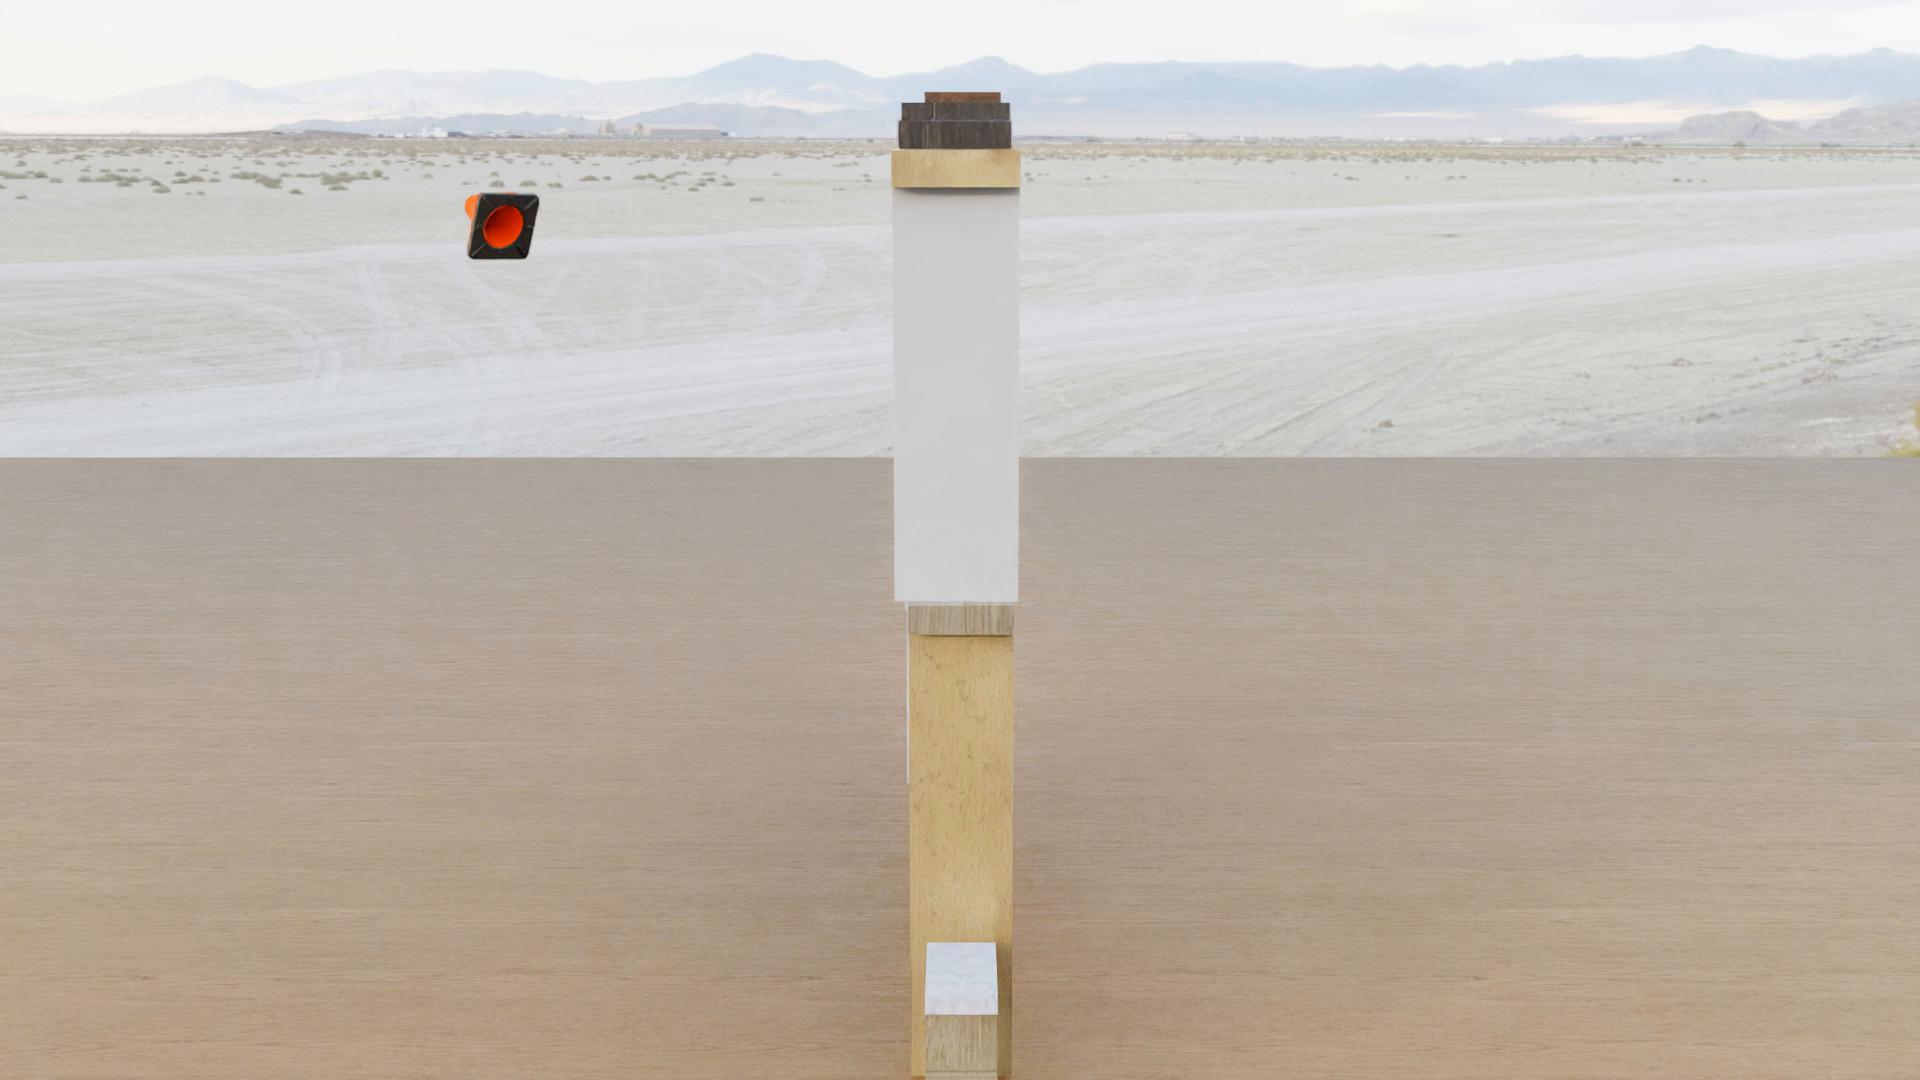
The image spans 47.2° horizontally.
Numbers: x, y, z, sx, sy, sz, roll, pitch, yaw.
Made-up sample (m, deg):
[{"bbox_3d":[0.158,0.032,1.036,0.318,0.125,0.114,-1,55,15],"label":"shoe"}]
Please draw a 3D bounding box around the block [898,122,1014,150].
[{"bbox_3d":[-0.002,-0.612,3.340,0.164,0.046,0.328,0,11,2],"label":"block"}]

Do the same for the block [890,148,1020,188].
[{"bbox_3d":[-0.005,-0.485,2.861,0.159,0.045,0.319,0,10,0],"label":"block"}]

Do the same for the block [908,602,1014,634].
[{"bbox_3d":[0.002,0.076,2.953,0.136,0.039,0.272,0,11,0],"label":"block"}]

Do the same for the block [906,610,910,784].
[{"bbox_3d":[-0.013,0.254,3.655,0.151,0.302,0.043,0,11,1],"label":"block"}]

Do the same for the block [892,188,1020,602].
[{"bbox_3d":[-0.005,-0.184,2.810,0.159,0.528,0.045,0,11,0],"label":"block"}]

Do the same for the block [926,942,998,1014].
[{"bbox_3d":[0.002,0.557,2.798,0.090,0.025,0.179,0,11,0],"label":"block"}]

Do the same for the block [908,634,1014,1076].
[{"bbox_3d":[0.002,0.416,2.924,0.136,0.615,0.039,0,11,0],"label":"block"}]

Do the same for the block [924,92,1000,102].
[{"bbox_3d":[0.005,-0.836,4.217,0.142,0.040,0.284,0,10,0],"label":"block"}]

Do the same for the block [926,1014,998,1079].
[{"bbox_3d":[0.002,0.668,2.758,0.090,0.179,0.025,0,11,0],"label":"block"}]

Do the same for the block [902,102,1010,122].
[{"bbox_3d":[-0.003,-0.702,3.674,0.172,0.049,0.345,0,10,1],"label":"block"}]

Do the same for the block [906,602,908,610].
[{"bbox_3d":[-0.013,0.065,3.722,0.151,0.043,0.302,0,11,0],"label":"block"}]
